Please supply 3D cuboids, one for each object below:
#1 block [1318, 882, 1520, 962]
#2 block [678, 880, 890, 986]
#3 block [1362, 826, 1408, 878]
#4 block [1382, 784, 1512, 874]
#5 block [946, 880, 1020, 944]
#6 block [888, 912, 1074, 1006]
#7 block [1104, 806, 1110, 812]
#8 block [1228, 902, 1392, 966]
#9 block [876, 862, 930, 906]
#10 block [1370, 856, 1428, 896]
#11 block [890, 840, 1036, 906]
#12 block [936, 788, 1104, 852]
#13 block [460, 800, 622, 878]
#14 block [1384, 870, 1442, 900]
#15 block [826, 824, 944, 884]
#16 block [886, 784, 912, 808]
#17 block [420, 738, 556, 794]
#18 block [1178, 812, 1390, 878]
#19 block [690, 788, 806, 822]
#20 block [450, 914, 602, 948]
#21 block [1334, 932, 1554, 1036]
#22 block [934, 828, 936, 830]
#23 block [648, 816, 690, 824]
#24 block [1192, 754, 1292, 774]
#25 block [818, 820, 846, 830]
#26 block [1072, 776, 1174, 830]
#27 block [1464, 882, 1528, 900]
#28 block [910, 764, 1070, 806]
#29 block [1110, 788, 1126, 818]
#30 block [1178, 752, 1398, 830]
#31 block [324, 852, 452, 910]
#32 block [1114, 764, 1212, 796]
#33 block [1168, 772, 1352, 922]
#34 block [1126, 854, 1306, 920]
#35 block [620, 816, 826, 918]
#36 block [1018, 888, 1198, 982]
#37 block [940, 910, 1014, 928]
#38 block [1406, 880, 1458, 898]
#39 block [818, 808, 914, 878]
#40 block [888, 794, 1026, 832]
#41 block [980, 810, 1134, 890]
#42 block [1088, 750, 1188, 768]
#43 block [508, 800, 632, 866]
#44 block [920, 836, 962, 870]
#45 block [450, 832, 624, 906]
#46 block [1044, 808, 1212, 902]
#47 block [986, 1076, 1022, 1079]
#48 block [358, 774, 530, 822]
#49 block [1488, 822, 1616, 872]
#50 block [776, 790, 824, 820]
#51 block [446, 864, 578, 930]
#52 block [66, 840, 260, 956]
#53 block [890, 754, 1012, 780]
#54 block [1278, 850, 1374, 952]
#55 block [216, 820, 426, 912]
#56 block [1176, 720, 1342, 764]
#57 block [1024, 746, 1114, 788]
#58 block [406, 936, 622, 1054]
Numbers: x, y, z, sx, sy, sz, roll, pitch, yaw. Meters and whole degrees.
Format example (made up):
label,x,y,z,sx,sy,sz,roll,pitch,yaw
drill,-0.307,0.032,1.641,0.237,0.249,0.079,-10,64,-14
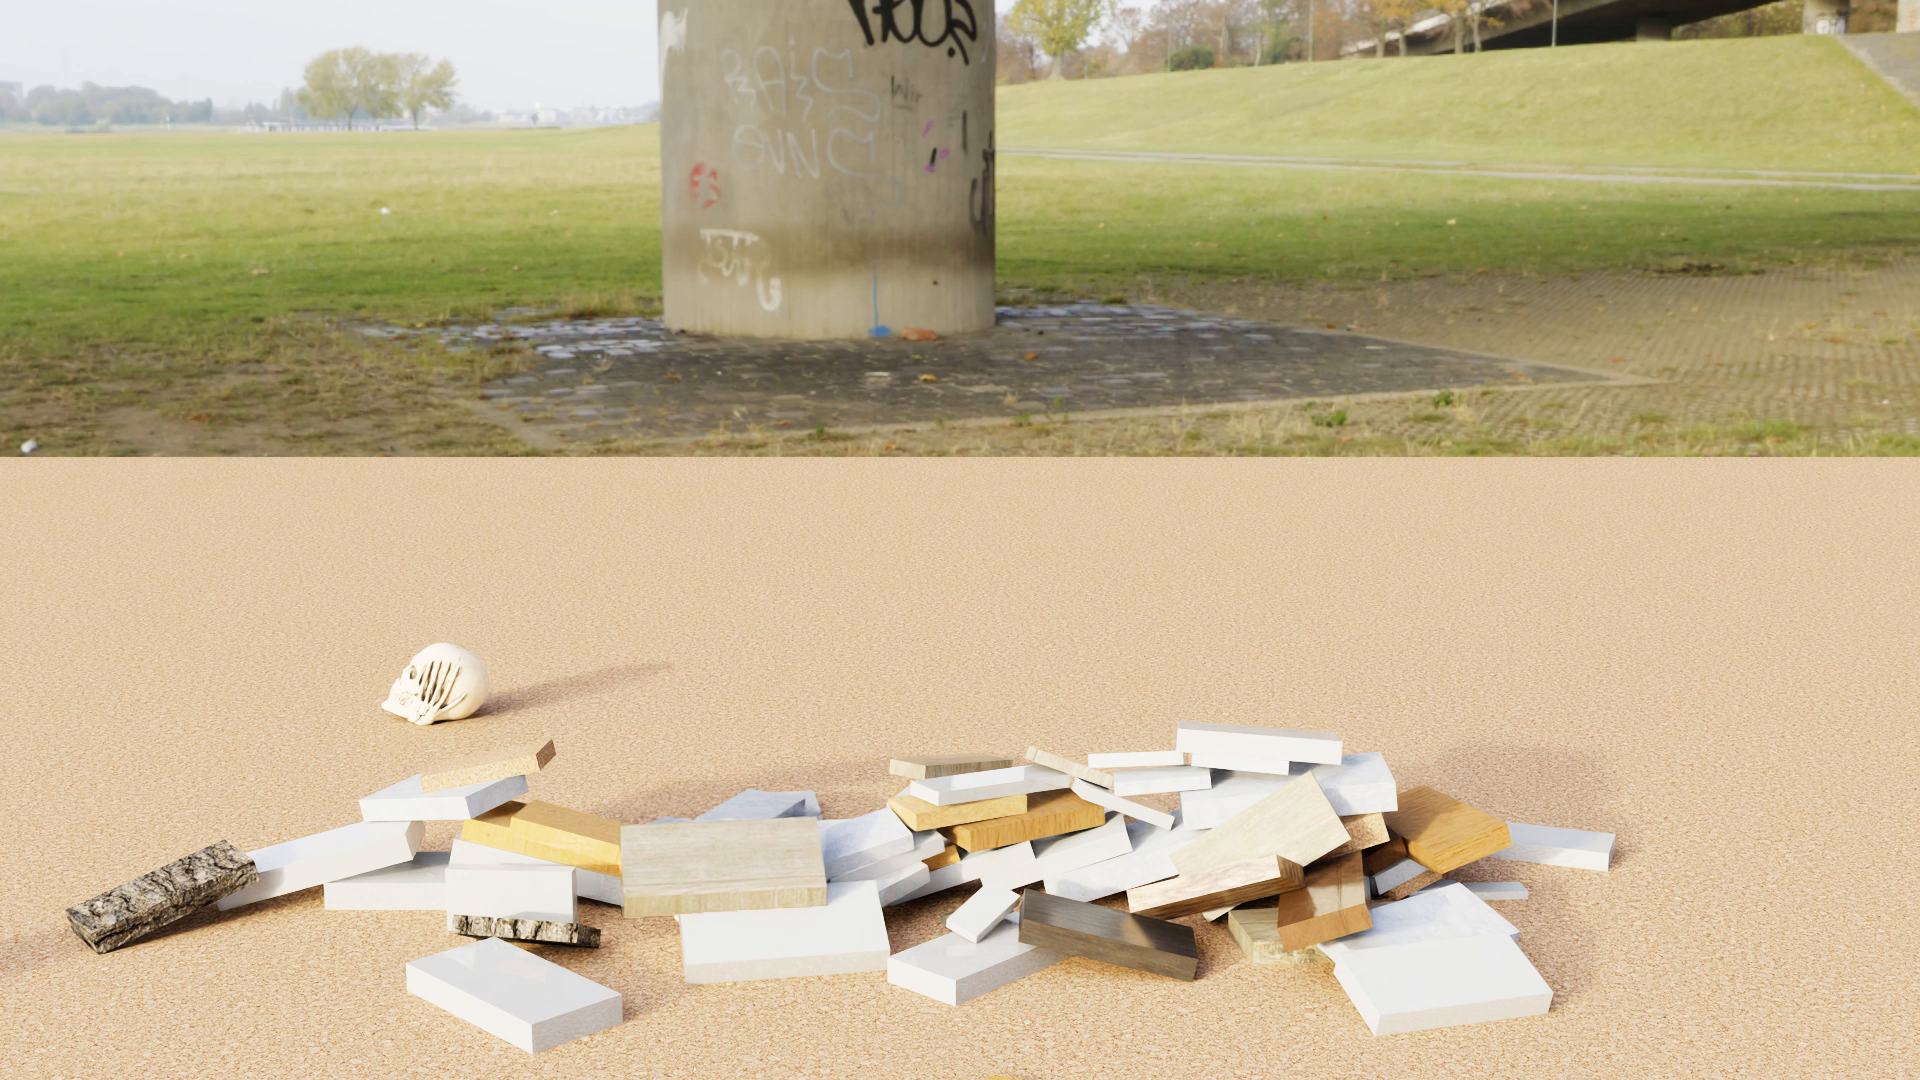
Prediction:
label,x,y,z,sx,sy,sz,roll,pitch,yaw
block,0.696,0.604,3.333,0.277,0.039,0.139,-10,30,-29
block,-0.270,0.597,3.353,0.306,0.043,0.153,-2,35,-11
block,0.623,0.494,3.738,0.139,0.039,0.277,-28,27,-11
block,0.793,0.485,3.702,0.139,0.039,0.277,-19,12,-14
block,0.036,0.571,3.381,0.057,0.016,0.113,25,40,28
block,0.036,0.631,3.338,0.138,0.039,0.276,10,14,42
block,0.233,0.500,3.977,0.069,0.020,0.138,28,38,36
block,0.572,0.614,3.434,0.276,0.039,0.138,-2,11,-9
block,-0.164,0.558,3.514,0.211,0.030,0.105,-23,28,-32
block,0.756,0.529,3.720,0.228,0.032,0.114,-21,13,-25
block,-0.002,0.534,3.660,0.251,0.036,0.126,-18,10,3
block,0.100,0.461,3.647,0.251,0.036,0.126,-8,12,-26
block,-0.616,0.503,3.648,0.393,0.038,0.134,13,10,1
block,0.749,0.569,3.657,0.095,0.014,0.048,-21,13,-23
block,-0.139,0.505,3.554,0.203,0.029,0.102,-18,25,-24
block,-0.056,0.486,4.151,0.099,0.028,0.197,4,11,20
block,-0.790,0.379,3.685,0.203,0.029,0.102,-12,9,7
block,0.528,0.499,3.643,0.343,0.049,0.171,-19,9,7
block,-0.376,0.489,3.834,0.109,0.031,0.371,7,5,12
block,-0.669,0.605,3.398,0.203,0.029,0.102,2,-15,11
block,0.697,0.640,3.177,0.276,0.039,0.138,-3,30,-17
block,-0.071,0.531,3.768,0.159,0.080,0.023,-4,11,-18
block,-0.519,0.524,3.861,0.109,0.031,0.219,4,4,21
block,0.466,0.365,3.632,0.157,0.022,0.079,4,2,13
block,-0.233,0.522,3.880,0.163,0.023,0.081,-5,18,19
block,0.271,0.437,3.655,0.159,0.023,0.080,21,1,-11
block,0.892,0.584,3.662,0.095,0.014,0.048,-1,11,-3
block,0.051,0.403,3.633,0.264,0.023,0.080,-3,10,-34
block,0.173,0.498,4.068,0.247,0.035,0.124,-1,11,-8
block,0.535,0.413,3.627,0.343,0.049,0.171,-6,11,4
block,-0.877,0.567,3.668,0.320,0.045,0.160,0,11,0
block,0.334,0.396,3.637,0.158,0.022,0.079,-6,8,5
block,0.480,0.491,3.518,0.264,0.124,0.035,-32,-12,8
block,0.398,0.542,3.414,0.247,0.035,0.124,-18,-23,22
block,-0.367,0.503,3.394,0.306,0.043,0.153,-1,37,-10
block,0.224,0.601,3.347,0.267,0.038,0.134,13,11,0
block,0.026,0.589,3.464,0.069,0.020,0.138,-14,-5,-23
block,0.788,0.583,3.669,0.095,0.014,0.048,-1,11,-8
block,-0.187,0.492,3.526,0.203,0.029,0.102,-16,24,-18
block,-0.004,0.436,3.611,0.203,0.029,0.102,-6,11,-27
block,0.158,0.519,3.658,0.251,0.036,0.126,-18,10,4
block,0.299,0.367,3.677,0.157,0.022,0.079,-4,-7,12
block,-0.612,0.479,3.589,0.219,0.031,0.109,14,10,6
block,-0.102,0.533,3.658,0.211,0.030,0.105,-18,10,6
block,-0.669,0.532,3.664,0.320,0.045,0.160,13,10,1
block,0.307,0.517,3.654,0.343,0.049,0.171,-17,10,3
block,0.050,0.729,2.881,0.048,0.014,0.096,2,11,12
block,-0.867,0.429,3.693,0.267,0.038,0.134,-6,11,36
block,1.029,0.536,3.870,0.228,0.032,0.114,4,11,22
block,-0.309,0.505,4.049,0.099,0.028,0.197,-2,11,-9
block,-0.713,0.570,3.497,0.203,0.102,0.029,1,11,4
block,-1.272,0.568,3.513,0.267,0.038,0.134,-24,23,-33
block,-0.016,0.441,4.282,0.237,0.028,0.099,2,2,-44
block,0.564,0.550,3.401,0.134,0.038,0.399,-18,1,10
block,-1.062,0.529,3.657,0.320,0.045,0.160,-15,10,-3
block,0.494,0.336,3.655,0.267,0.038,0.134,4,2,5
block,0.183,0.382,3.702,0.150,0.021,0.075,20,-4,3
block,-0.649,0.657,3.191,0.323,0.043,0.153,10,15,44
